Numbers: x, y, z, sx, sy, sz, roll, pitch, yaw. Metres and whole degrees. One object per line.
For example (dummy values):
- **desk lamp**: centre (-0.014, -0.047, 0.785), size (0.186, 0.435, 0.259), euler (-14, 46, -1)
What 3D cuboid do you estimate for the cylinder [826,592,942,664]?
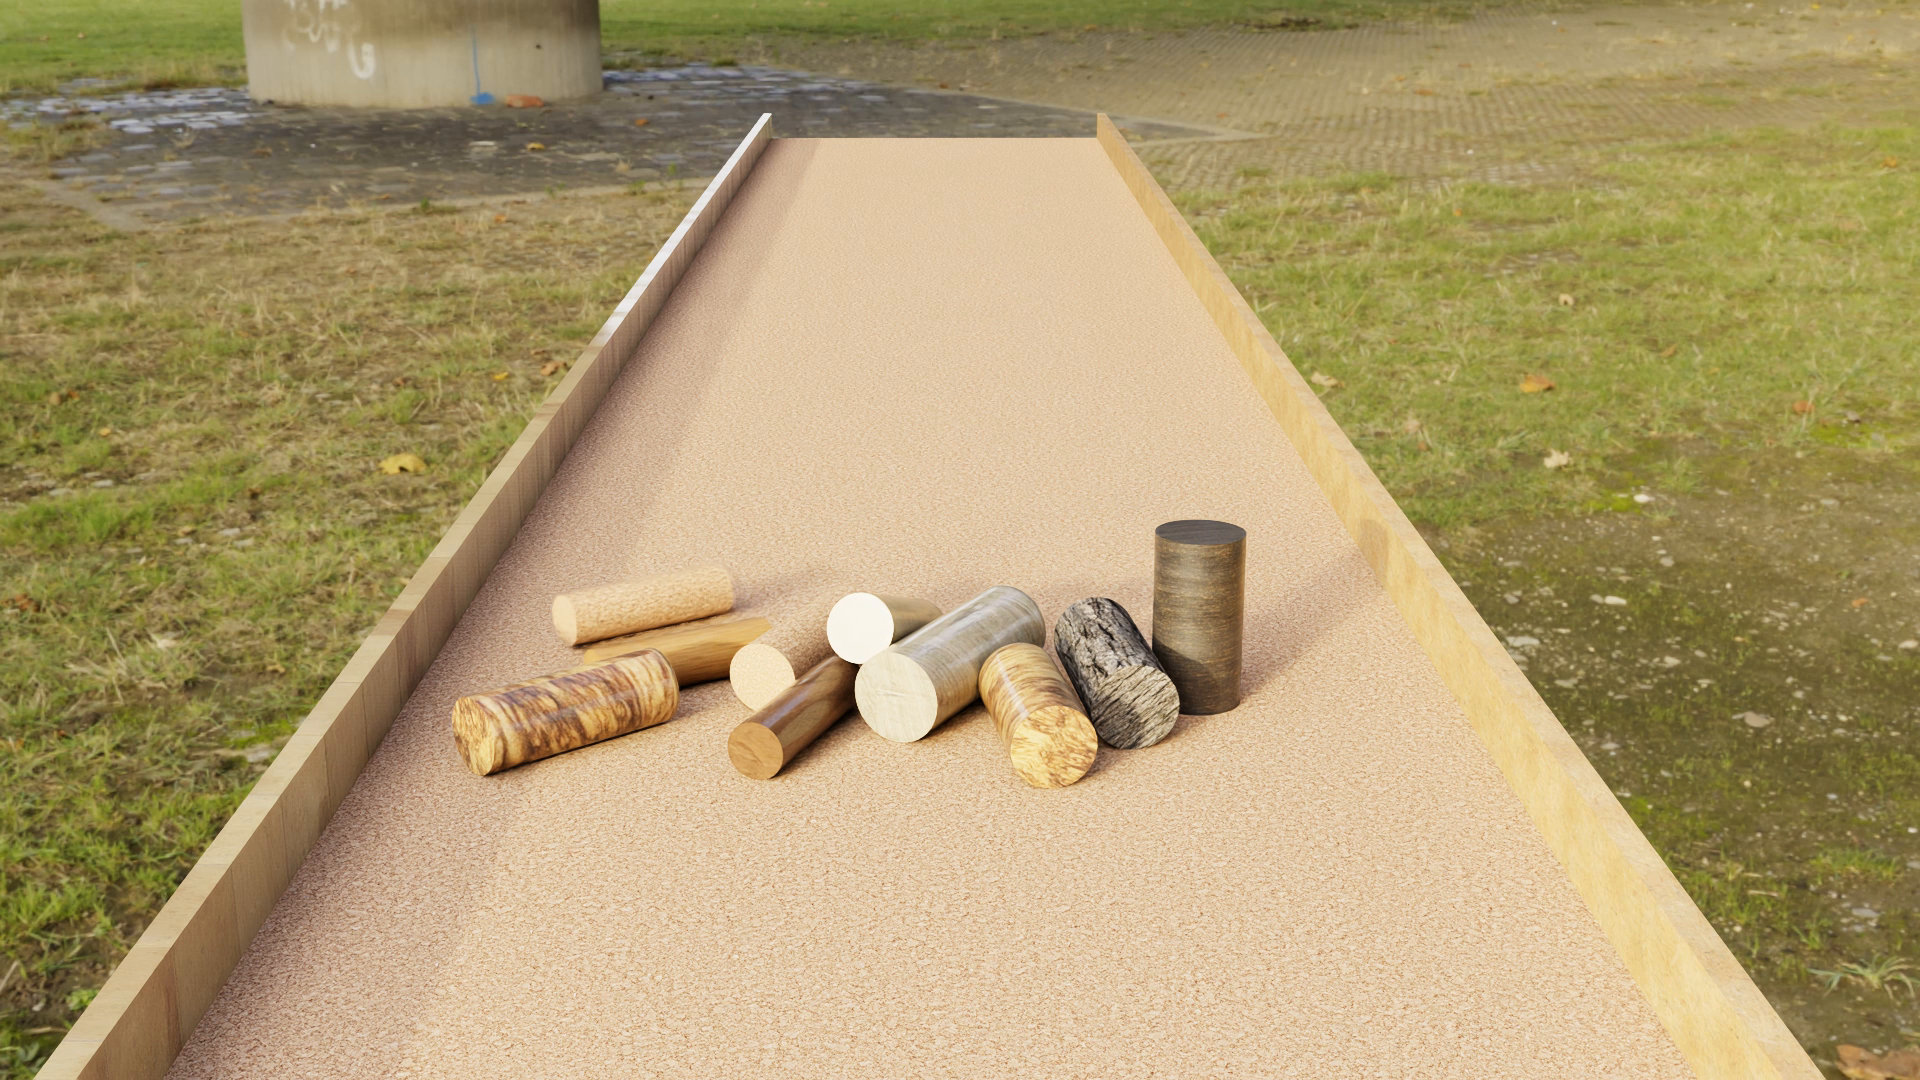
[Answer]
- **cylinder**: centre (-0.136, 0.173, 4.237), size (0.132, 0.132, 0.328), euler (5, -2, 18)

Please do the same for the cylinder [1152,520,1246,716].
- **cylinder**: centre (0.449, 0.145, 4.154), size (0.171, 0.334, 0.171), euler (0, 17, 0)

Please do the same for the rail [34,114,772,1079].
- **rail**: centre (-1.118, -0.838, 7.780), size (0.050, 0.150, 12.000), euler (0, 17, -1)

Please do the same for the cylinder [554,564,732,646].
- **cylinder**: centre (-0.659, 0.134, 4.587), size (0.364, 0.107, 0.107), euler (-12, 20, -35)

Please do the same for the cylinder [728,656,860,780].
- **cylinder**: centre (-0.291, 0.317, 3.977), size (0.106, 0.106, 0.371), euler (6, 18, 19)

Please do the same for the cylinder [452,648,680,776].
- **cylinder**: centre (-0.705, 0.305, 3.955), size (0.387, 0.141, 0.141), euler (-14, 22, -40)

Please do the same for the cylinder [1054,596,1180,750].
- **cylinder**: centre (0.288, 0.244, 4.123), size (0.162, 0.162, 0.396), euler (-2, 17, -7)

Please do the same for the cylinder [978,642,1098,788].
- **cylinder**: centre (0.135, 0.309, 3.923), size (0.152, 0.152, 0.332), euler (-3, 17, -9)

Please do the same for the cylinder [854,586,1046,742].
- **cylinder**: centre (-0.011, 0.228, 4.159), size (0.171, 0.171, 0.448), euler (9, 19, 27)

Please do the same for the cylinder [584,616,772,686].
- **cylinder**: centre (-0.541, 0.231, 4.268), size (0.363, 0.104, 0.104), euler (-10, 19, -31)

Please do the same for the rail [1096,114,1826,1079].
- **rail**: centre (0.932, -0.844, 7.801), size (0.050, 0.150, 12.000), euler (0, 17, -1)

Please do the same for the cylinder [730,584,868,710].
- **cylinder**: centre (-0.296, 0.207, 4.291), size (0.137, 0.137, 0.394), euler (7, 18, 21)
